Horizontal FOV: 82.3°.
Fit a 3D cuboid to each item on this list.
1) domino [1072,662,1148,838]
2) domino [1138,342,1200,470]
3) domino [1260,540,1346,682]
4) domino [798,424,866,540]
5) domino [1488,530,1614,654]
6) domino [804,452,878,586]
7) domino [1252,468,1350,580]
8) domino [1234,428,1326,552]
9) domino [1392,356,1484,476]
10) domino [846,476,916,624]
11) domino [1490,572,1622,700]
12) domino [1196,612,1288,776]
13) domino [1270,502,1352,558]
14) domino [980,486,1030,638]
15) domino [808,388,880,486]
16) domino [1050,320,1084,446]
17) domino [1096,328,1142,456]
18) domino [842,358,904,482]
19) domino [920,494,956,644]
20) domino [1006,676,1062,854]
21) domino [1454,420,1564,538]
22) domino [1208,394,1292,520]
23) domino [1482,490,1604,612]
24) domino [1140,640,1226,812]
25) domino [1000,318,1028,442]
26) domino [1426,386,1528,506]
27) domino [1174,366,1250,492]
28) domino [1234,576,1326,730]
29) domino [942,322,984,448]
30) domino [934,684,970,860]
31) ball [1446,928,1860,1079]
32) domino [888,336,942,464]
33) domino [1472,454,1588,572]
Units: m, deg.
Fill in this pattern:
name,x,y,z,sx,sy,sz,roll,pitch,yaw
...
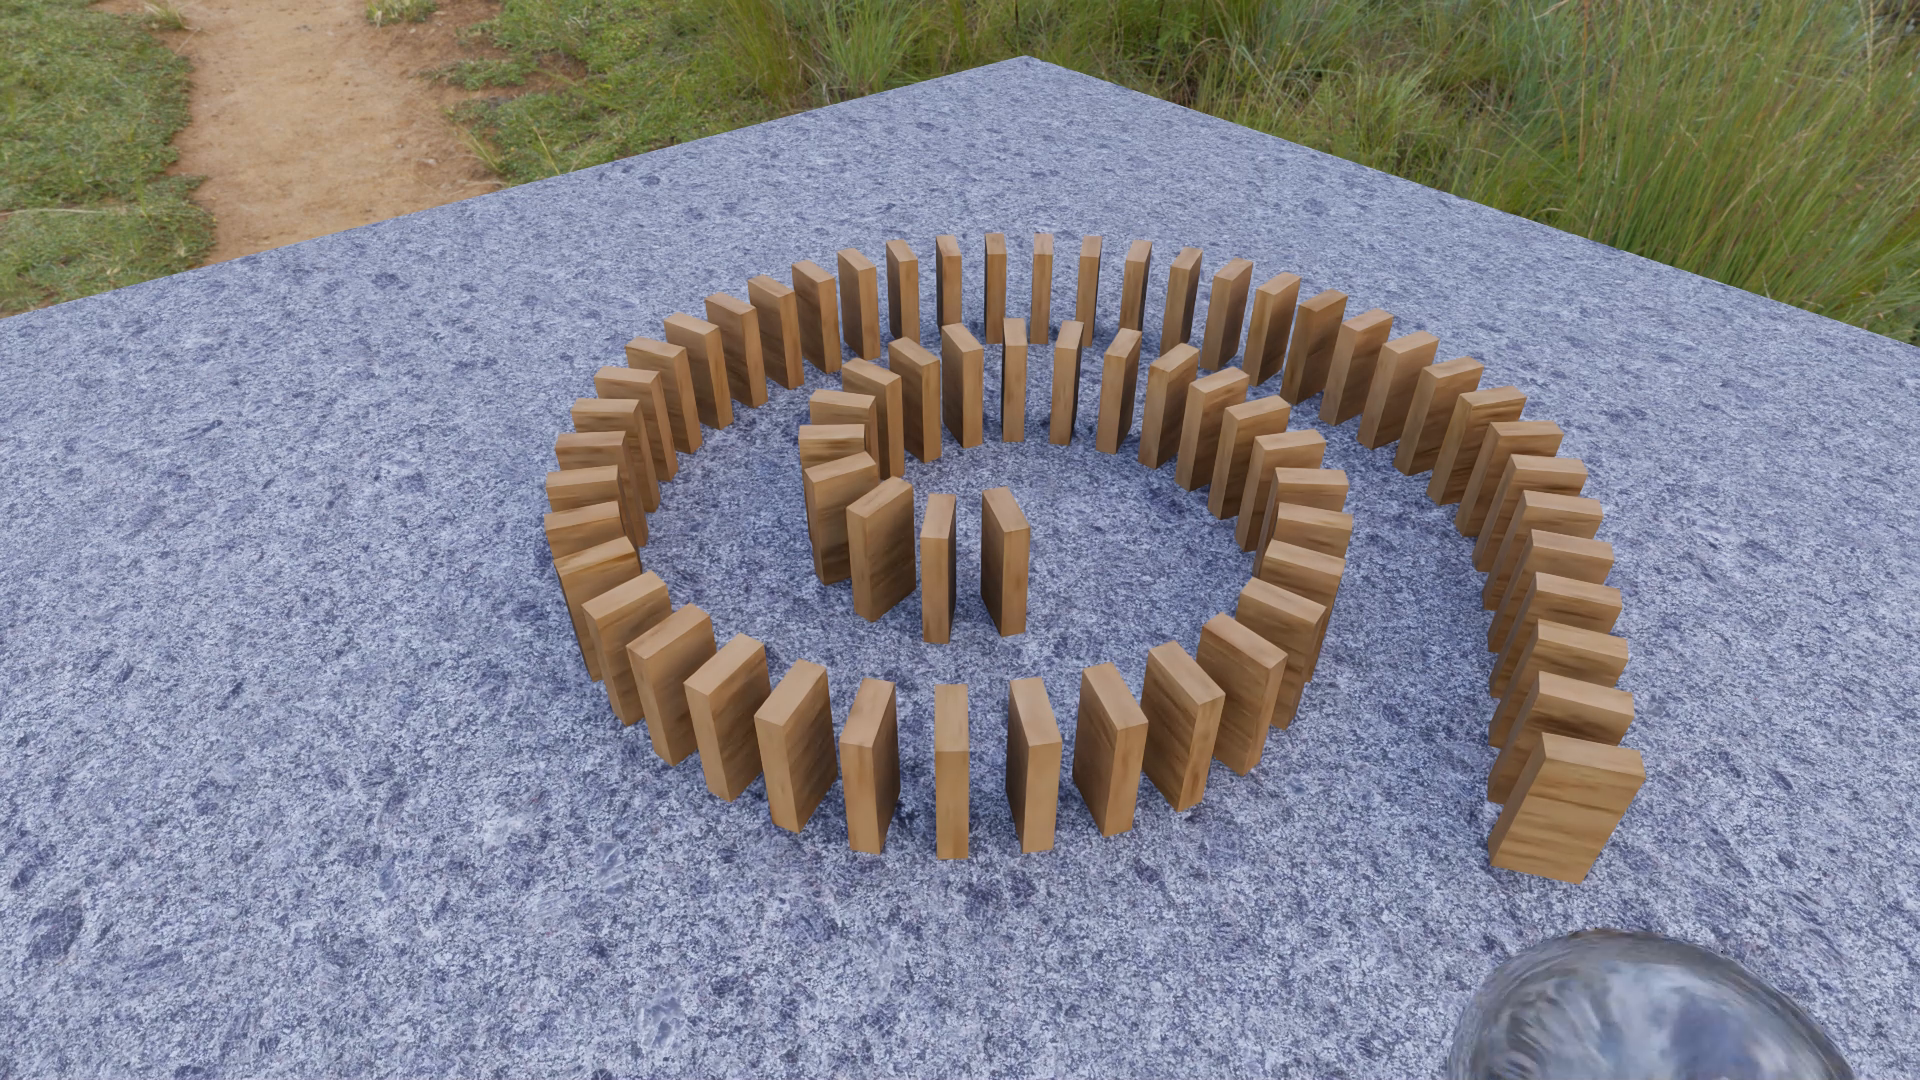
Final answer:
name,x,y,z,sx,sy,sz,roll,pitch,yaw
domino,0.045,0.064,0.333,0.009,0.050,0.025,-12,41,-14
domino,0.091,-0.058,0.483,0.010,0.050,0.025,28,47,30
domino,0.115,0.025,0.381,0.025,0.050,0.009,17,42,20
domino,-0.049,-0.022,0.439,0.025,0.050,0.009,-2,39,-2
domino,0.206,0.021,0.386,0.025,0.050,0.009,11,41,14
domino,-0.044,-0.008,0.421,0.025,0.050,0.010,-19,43,-21
domino,0.128,-0.004,0.416,0.025,0.050,0.010,2,39,3
domino,0.126,-0.019,0.435,0.025,0.050,0.010,-8,40,-10
domino,0.207,-0.053,0.476,0.025,0.050,0.009,-16,42,-18
domino,-0.029,0.004,0.407,0.010,0.050,0.025,27,47,29
domino,0.198,0.035,0.369,0.025,0.050,0.009,13,41,15
domino,0.087,0.050,0.351,0.009,0.050,0.025,-30,48,-31
domino,0.123,0.011,0.398,0.025,0.050,0.010,11,41,13
domino,0.016,0.008,0.401,0.009,0.050,0.025,-11,41,-13
domino,-0.047,-0.037,0.457,0.025,0.050,0.010,8,40,10
domino,0.048,-0.071,0.498,0.010,0.050,0.025,8,40,9
domino,0.071,-0.066,0.492,0.010,0.050,0.025,15,42,18
domino,-0.037,-0.051,0.474,0.025,0.050,0.009,27,46,29
domino,-0.007,0.011,0.398,0.010,0.050,0.025,4,39,5
domino,0.021,0.068,0.329,0.010,0.050,0.025,-7,40,-8
domino,0.219,-0.024,0.441,0.025,0.050,0.009,-2,39,-2
domino,0.118,-0.033,0.452,0.025,0.050,0.009,-15,42,-18
domino,0.213,0.006,0.404,0.025,0.050,0.010,9,40,11
domino,0.067,0.058,0.340,0.010,0.050,0.025,-18,43,-21
domino,0.024,-0.072,0.500,0.009,0.050,0.025,-1,39,-1
domino,0.215,-0.039,0.459,0.025,0.050,0.009,-10,40,-12
domino,0.107,-0.047,0.469,0.025,0.050,0.009,-23,45,-25
domino,0.103,0.038,0.365,0.025,0.050,0.009,24,45,27
domino,0.001,-0.069,0.496,0.009,0.050,0.025,-15,42,-17
domino,-0.002,0.069,0.327,0.009,0.050,0.025,-1,39,-1
ball,0.147,0.125,0.235,0.080,0.080,0.080,0,39,0
domino,-0.020,-0.062,0.487,0.009,0.050,0.025,-25,46,-28
domino,0.218,-0.009,0.422,0.025,0.050,0.010,5,40,6
